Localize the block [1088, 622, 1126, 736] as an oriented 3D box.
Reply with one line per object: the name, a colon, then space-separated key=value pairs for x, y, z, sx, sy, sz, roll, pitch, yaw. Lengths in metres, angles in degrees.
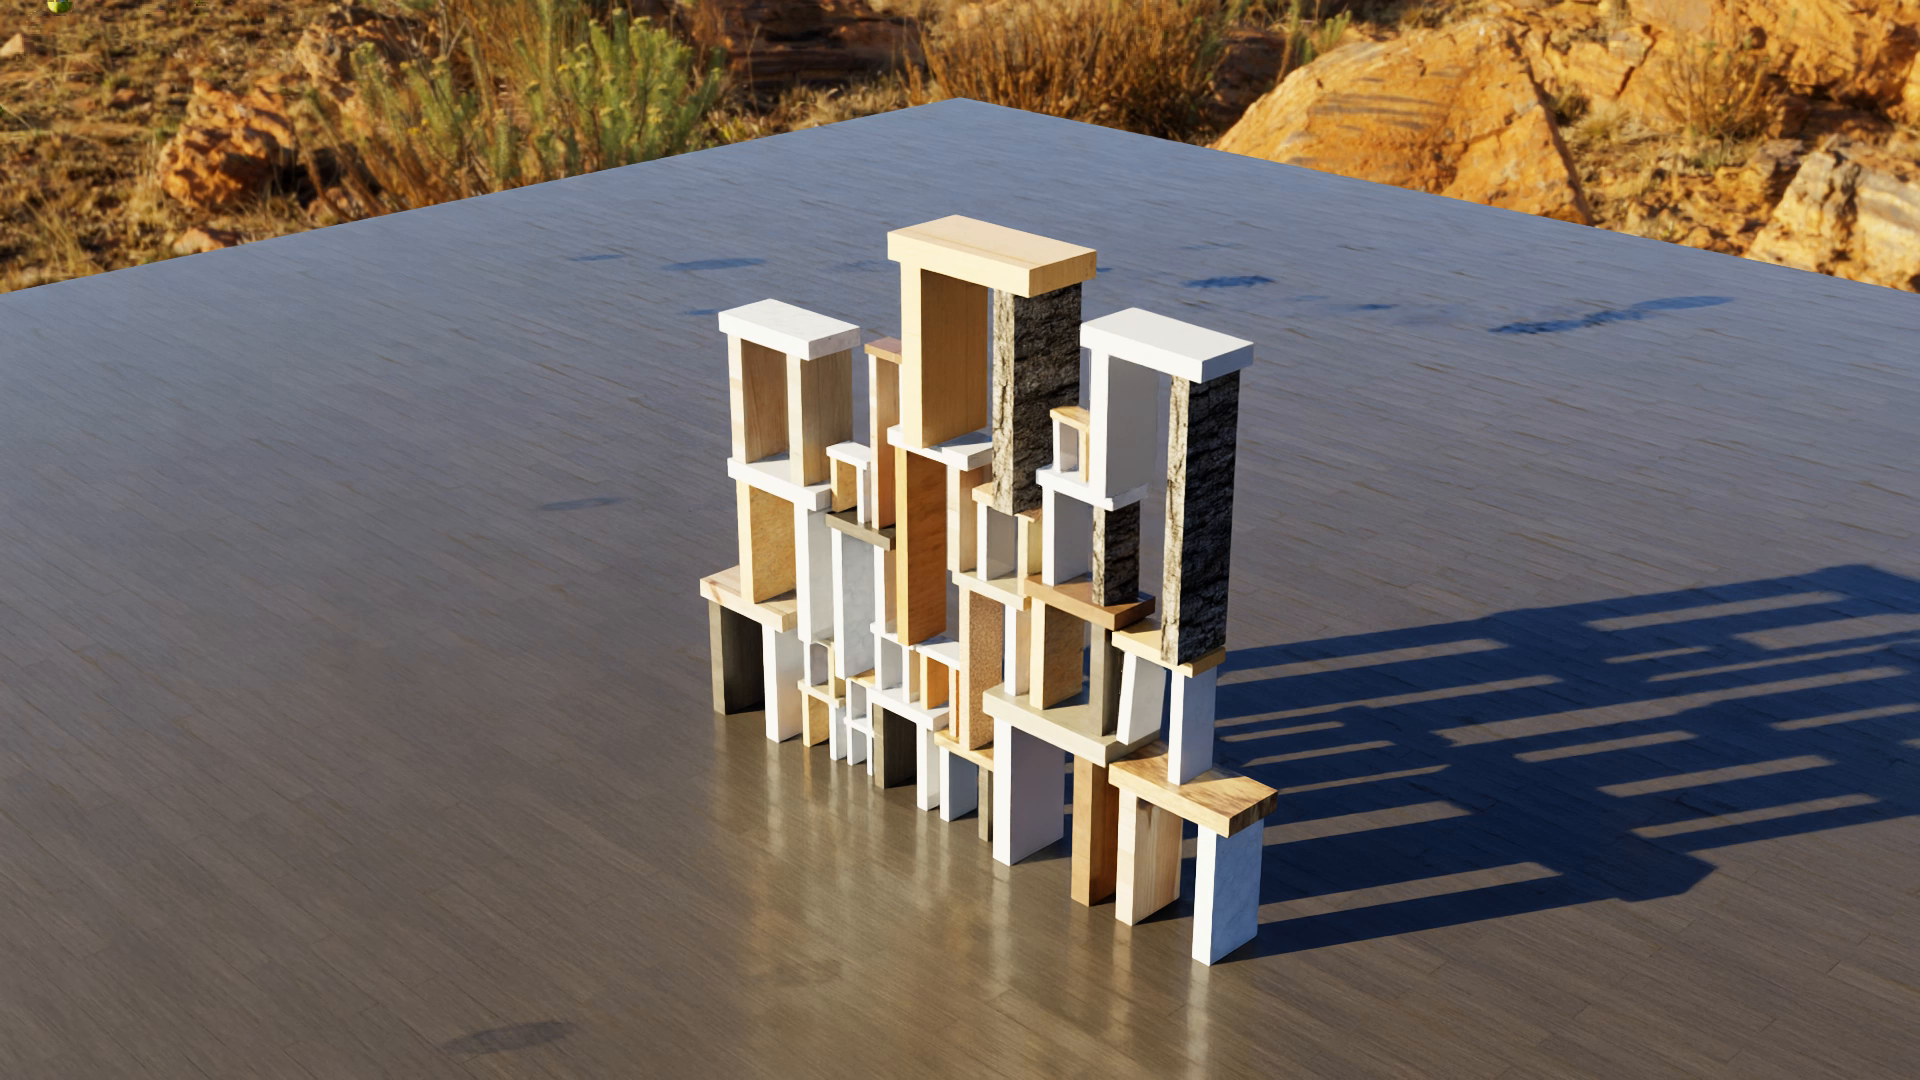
block: x=0.287 y=0.238 z=4.014 sx=0.111 sy=0.222 sz=0.031 roll=-21 pitch=31 yaw=-40

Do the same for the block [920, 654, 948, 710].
block: x=-0.051 y=0.274 z=4.402 sx=0.017 sy=0.121 sz=0.061 roll=21 pitch=31 yaw=41

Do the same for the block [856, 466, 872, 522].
block: x=-0.177 y=-0.098 z=4.377 sx=0.016 sy=0.116 sz=0.058 roll=21 pitch=31 yaw=41

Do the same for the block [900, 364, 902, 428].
block: x=-0.086 y=-0.281 z=4.199 sx=0.018 sy=0.126 sz=0.063 roll=21 pitch=31 yaw=40

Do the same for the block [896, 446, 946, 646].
block: x=-0.076 y=0.001 z=4.307 sx=0.030 sy=0.417 sz=0.107 roll=21 pitch=31 yaw=40

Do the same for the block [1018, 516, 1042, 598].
block: x=0.143 y=0.021 z=4.073 sx=0.022 sy=0.156 sz=0.078 roll=21 pitch=31 yaw=40

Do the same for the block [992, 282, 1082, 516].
block: x=0.138 y=-0.266 z=3.961 sx=0.050 sy=0.416 sz=0.175 roll=21 pitch=31 yaw=40

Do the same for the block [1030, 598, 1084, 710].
block: x=0.182 y=0.196 z=4.111 sx=0.111 sy=0.222 sz=0.031 roll=-21 pitch=31 yaw=-41

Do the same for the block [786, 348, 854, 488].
block: x=-0.280 y=-0.256 z=4.425 sx=0.137 sy=0.274 sz=0.039 roll=-21 pitch=31 yaw=-41

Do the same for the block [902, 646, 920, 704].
block: x=-0.087 y=0.262 z=4.428 sx=0.062 sy=0.123 sz=0.017 roll=-21 pitch=31 yaw=-41

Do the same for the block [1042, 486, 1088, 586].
block: x=0.193 y=-0.019 z=4.012 sx=0.094 sy=0.187 sz=0.027 roll=-21 pitch=30 yaw=-40

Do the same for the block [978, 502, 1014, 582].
block: x=0.068 y=-0.007 z=4.140 sx=0.022 sy=0.156 sz=0.078 roll=21 pitch=31 yaw=40

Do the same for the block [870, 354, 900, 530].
block: x=-0.145 y=-0.197 z=4.300 sx=0.063 sy=0.359 sz=0.018 roll=-21 pitch=31 yaw=-41

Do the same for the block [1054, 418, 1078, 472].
block: x=0.189 y=-0.175 z=3.932 sx=0.048 sy=0.095 sz=0.014 roll=-23 pitch=31 yaw=-38

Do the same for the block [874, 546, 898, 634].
block: x=-0.127 y=0.087 z=4.398 sx=0.027 sy=0.187 sz=0.094 roll=21 pitch=31 yaw=41

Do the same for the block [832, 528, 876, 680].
block: x=-0.215 y=0.119 z=4.508 sx=0.027 sy=0.332 sz=0.094 roll=21 pitch=31 yaw=41

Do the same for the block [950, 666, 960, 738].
block: x=0.007 y=0.311 z=4.355 sx=0.017 sy=0.152 sz=0.061 roll=21 pitch=31 yaw=41

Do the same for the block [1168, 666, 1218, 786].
block: x=0.414 y=0.320 z=3.915 sx=0.092 sy=0.221 sz=0.026 roll=-21 pitch=31 yaw=-41

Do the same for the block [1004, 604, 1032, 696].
block: x=0.127 y=0.195 z=4.163 sx=0.026 sy=0.184 sz=0.092 roll=21 pitch=31 yaw=41

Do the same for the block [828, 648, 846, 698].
block: x=-0.248 y=0.270 z=4.603 sx=0.057 sy=0.113 sz=0.016 roll=-21 pitch=31 yaw=-40

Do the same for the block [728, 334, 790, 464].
block: x=-0.408 y=-0.306 z=4.544 sx=0.137 sy=0.274 sz=0.039 roll=-21 pitch=31 yaw=-41

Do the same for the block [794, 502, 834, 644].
block: x=-0.273 y=0.051 z=4.541 sx=0.137 sy=0.305 sz=0.039 roll=-21 pitch=31 yaw=-40

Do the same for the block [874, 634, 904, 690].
block: x=-0.144 y=0.239 z=4.481 sx=0.062 sy=0.123 sz=0.017 roll=-21 pitch=31 yaw=-41

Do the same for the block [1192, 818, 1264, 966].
block: x=0.483 y=0.614 z=3.959 sx=0.039 sy=0.276 sz=0.138 roll=21 pitch=31 yaw=41

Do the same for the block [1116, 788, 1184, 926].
block: x=0.353 y=0.564 z=4.079 sx=0.039 sy=0.276 sz=0.138 roll=21 pitch=31 yaw=41

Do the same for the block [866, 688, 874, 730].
block: x=-0.171 y=0.343 z=4.560 sx=0.013 sy=0.095 sz=0.047 roll=21 pitch=31 yaw=41

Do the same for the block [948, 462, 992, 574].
block: x=0.025 y=-0.054 z=4.175 sx=0.030 sy=0.213 sz=0.107 roll=21 pitch=31 yaw=40

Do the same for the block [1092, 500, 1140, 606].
block: x=0.280 y=0.016 z=3.929 sx=0.094 sy=0.187 sz=0.027 roll=-21 pitch=30 yaw=-40

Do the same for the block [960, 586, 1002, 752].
block: x=0.041 y=0.238 z=4.275 sx=0.026 sy=0.349 sz=0.092 roll=21 pitch=31 yaw=40

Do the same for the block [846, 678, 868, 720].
block: x=-0.215 y=0.326 z=4.601 sx=0.013 sy=0.094 sz=0.047 roll=21 pitch=31 yaw=41

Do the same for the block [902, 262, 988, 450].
block: x=-0.028 y=-0.360 z=4.100 sx=0.050 sy=0.350 sz=0.175 roll=21 pitch=31 yaw=40

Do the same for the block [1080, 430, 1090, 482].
block: x=0.233 y=-0.154 z=3.891 sx=0.048 sy=0.095 sz=0.014 roll=-23 pitch=32 yaw=-39

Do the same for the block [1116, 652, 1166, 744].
block: x=0.332 y=0.272 z=3.984 sx=0.092 sy=0.184 sz=0.026 roll=-21 pitch=35 yaw=-41

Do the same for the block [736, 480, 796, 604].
block: x=-0.402 y=-0.014 z=4.654 sx=0.137 sy=0.274 sz=0.039 roll=-21 pitch=31 yaw=-41

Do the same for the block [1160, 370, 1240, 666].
block: x=0.409 y=-0.045 z=3.755 sx=0.134 sy=0.524 sz=0.038 roll=-21 pitch=31 yaw=-41

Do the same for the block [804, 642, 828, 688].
block: x=-0.302 y=0.249 z=4.652 sx=0.057 sy=0.113 sz=0.016 roll=-21 pitch=31 yaw=-41

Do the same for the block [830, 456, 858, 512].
block: x=-0.232 y=-0.119 z=4.427 sx=0.016 sy=0.116 sz=0.058 roll=21 pitch=31 yaw=40

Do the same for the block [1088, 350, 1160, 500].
block: x=0.286 y=-0.216 z=3.823 sx=0.134 sy=0.267 sz=0.038 roll=-21 pitch=31 yaw=-39
